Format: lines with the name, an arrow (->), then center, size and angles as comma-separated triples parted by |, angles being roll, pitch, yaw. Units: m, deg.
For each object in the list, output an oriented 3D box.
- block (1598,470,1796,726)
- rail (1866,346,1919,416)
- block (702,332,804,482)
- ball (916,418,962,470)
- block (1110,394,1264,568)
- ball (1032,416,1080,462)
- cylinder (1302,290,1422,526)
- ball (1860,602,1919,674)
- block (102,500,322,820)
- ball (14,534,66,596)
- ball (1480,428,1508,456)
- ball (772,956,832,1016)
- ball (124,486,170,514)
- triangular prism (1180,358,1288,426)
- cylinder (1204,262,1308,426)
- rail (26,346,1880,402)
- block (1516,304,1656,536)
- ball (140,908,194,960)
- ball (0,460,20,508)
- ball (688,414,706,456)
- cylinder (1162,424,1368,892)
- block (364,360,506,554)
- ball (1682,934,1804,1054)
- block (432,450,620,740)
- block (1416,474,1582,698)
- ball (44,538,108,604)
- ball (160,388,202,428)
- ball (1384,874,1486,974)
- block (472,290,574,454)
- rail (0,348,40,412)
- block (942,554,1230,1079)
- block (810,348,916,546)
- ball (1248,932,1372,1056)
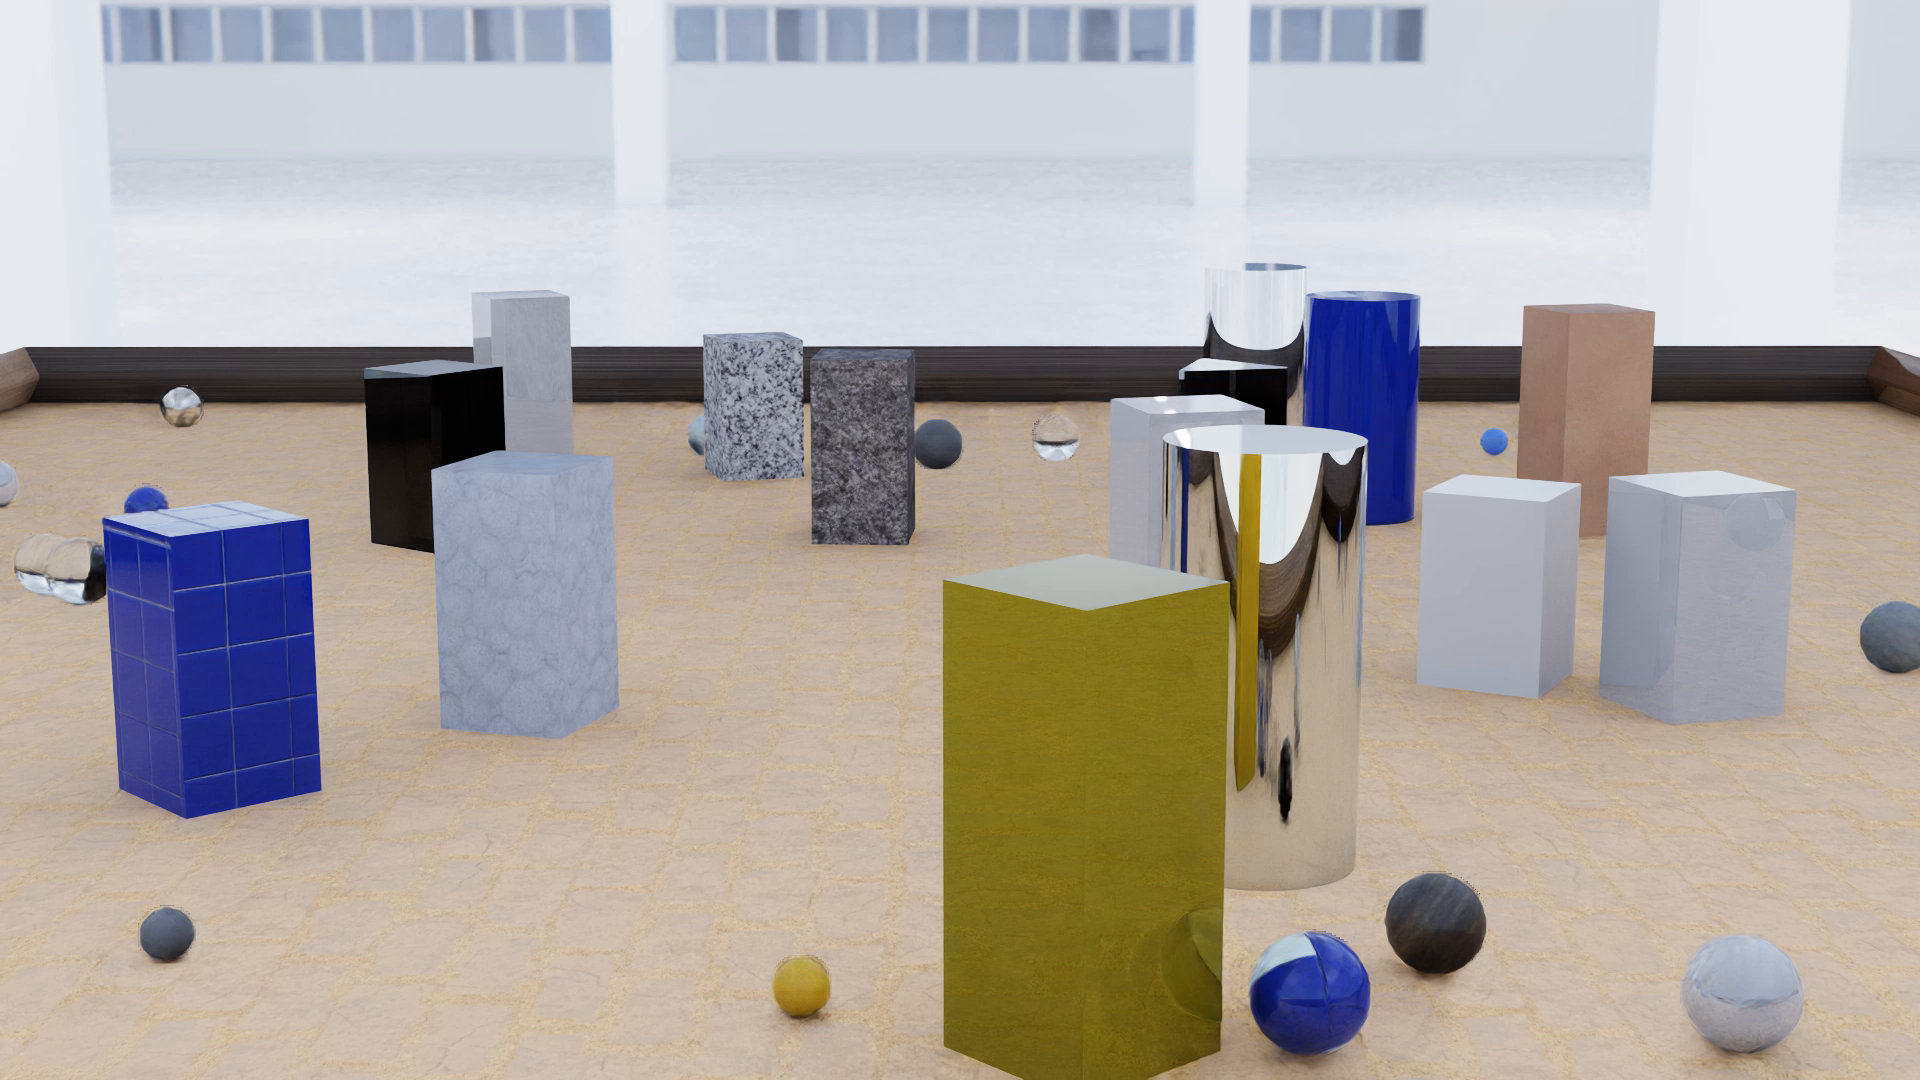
block -> 0.834, 0.062, 2.911 | 0.146, 0.257, 0.146 | -4, 11, -18
rail -> 1.971, 0.028, 3.461 | 0.045, 0.119, 4.214 | 0, 11, 0
block -> -0.367, -0.239, 4.554 | 0.146, 0.243, 0.146 | -3, 11, -18
ball -> -0.041, -0.172, 4.612 | 0.091, 0.091, 0.091 | 0, 11, 0
block -> 0.277, -0.013, 3.166 | 0.146, 0.311, 0.146 | -3, 11, -15
ball -> 0.176, -0.186, 4.700 | 0.085, 0.085, 0.085 | 0, 11, 0
cylinder -> 0.642, -0.214, 4.117 | 0.183, 0.356, 0.183 | 0, 11, 0
ball -> 1.126, 0.117, 3.082 | 0.086, 0.086, 0.086 | 0, 11, 0
block -> -0.748, 0.115, 2.568 | 0.146, 0.279, 0.146 | -10, 14, -42
ball -> -1.255, 0.034, 3.528 | 0.086, 0.086, 0.086 | 0, 11, 0
ball -> 0.996, -0.183, 4.781 | 0.051, 0.051, 0.051 | 0, 11, 0
ball -> -0.122, 0.344, 1.978 | 0.046, 0.046, 0.046 | 0, 11, 0
ball -> -1.277, -0.051, 4.029 | 0.067, 0.067, 0.067 | 0, 11, 0
triangular prism -> 0.369, -0.105, 3.691 | 0.158, 0.298, 0.137 | -3, 11, -13
cylinder -> 0.526, -0.307, 4.594 | 0.183, 0.363, 0.183 | 0, 11, 0
rail -> -0.012, -0.353, 5.498 | 3.990, 0.119, 0.045 | 0, 11, 0
block -> 0.976, -0.189, 4.013 | 0.146, 0.345, 0.146 | -3, 11, -16
ball -> -0.650, 0.323, 2.101 | 0.043, 0.043, 0.043 | 0, 11, 0
ball -> -1.584, -0.091, 4.202 | 0.082, 0.082, 0.082 | 0, 11, 0
ball -> -0.467, -0.194, 4.763 | 0.079, 0.079, 0.079 | 0, 11, 0
cylinder -> 0.273, 0.102, 2.330 | 0.183, 0.392, 0.183 | 0, 11, 0
block -> -0.796, -0.130, 3.906 | 0.146, 0.268, 0.146 | 8, 13, 36
ball -> 0.582, 0.337, 1.906 | 0.087, 0.087, 0.087 | 0, 11, 0
block -> -0.480, 0.057, 2.848 | 0.146, 0.289, 0.146 | 3, 11, 18
block -> 0.638, 0.052, 3.037 | 0.146, 0.231, 0.146 | 6, 12, 28
ball -> -1.189, 0.042, 3.469 | 0.091, 0.091, 0.091 | 0, 11, 0
ball -> -1.557, -0.265, 5.134 | 0.081, 0.081, 0.081 | 0, 11, 0
ball -> 0.384, 0.309, 2.070 | 0.081, 0.081, 0.081 | 0, 11, 0
block -> -0.806, -0.302, 4.730 | 0.146, 0.302, 0.146 | -5, 12, -23
rail -> -1.971, 0.033, 3.439 | 0.045, 0.119, 4.214 | 0, 11, 0
block -> 0.091, 0.204, 1.882 | 0.146, 0.356, 0.146 | -10, 14, -42
block -> -0.148, -0.145, 3.948 | 0.146, 0.282, 0.146 | 1, 11, 4
ball -> 0.259, 0.336, 1.901 | 0.090, 0.090, 0.090 | 0, 11, 0
